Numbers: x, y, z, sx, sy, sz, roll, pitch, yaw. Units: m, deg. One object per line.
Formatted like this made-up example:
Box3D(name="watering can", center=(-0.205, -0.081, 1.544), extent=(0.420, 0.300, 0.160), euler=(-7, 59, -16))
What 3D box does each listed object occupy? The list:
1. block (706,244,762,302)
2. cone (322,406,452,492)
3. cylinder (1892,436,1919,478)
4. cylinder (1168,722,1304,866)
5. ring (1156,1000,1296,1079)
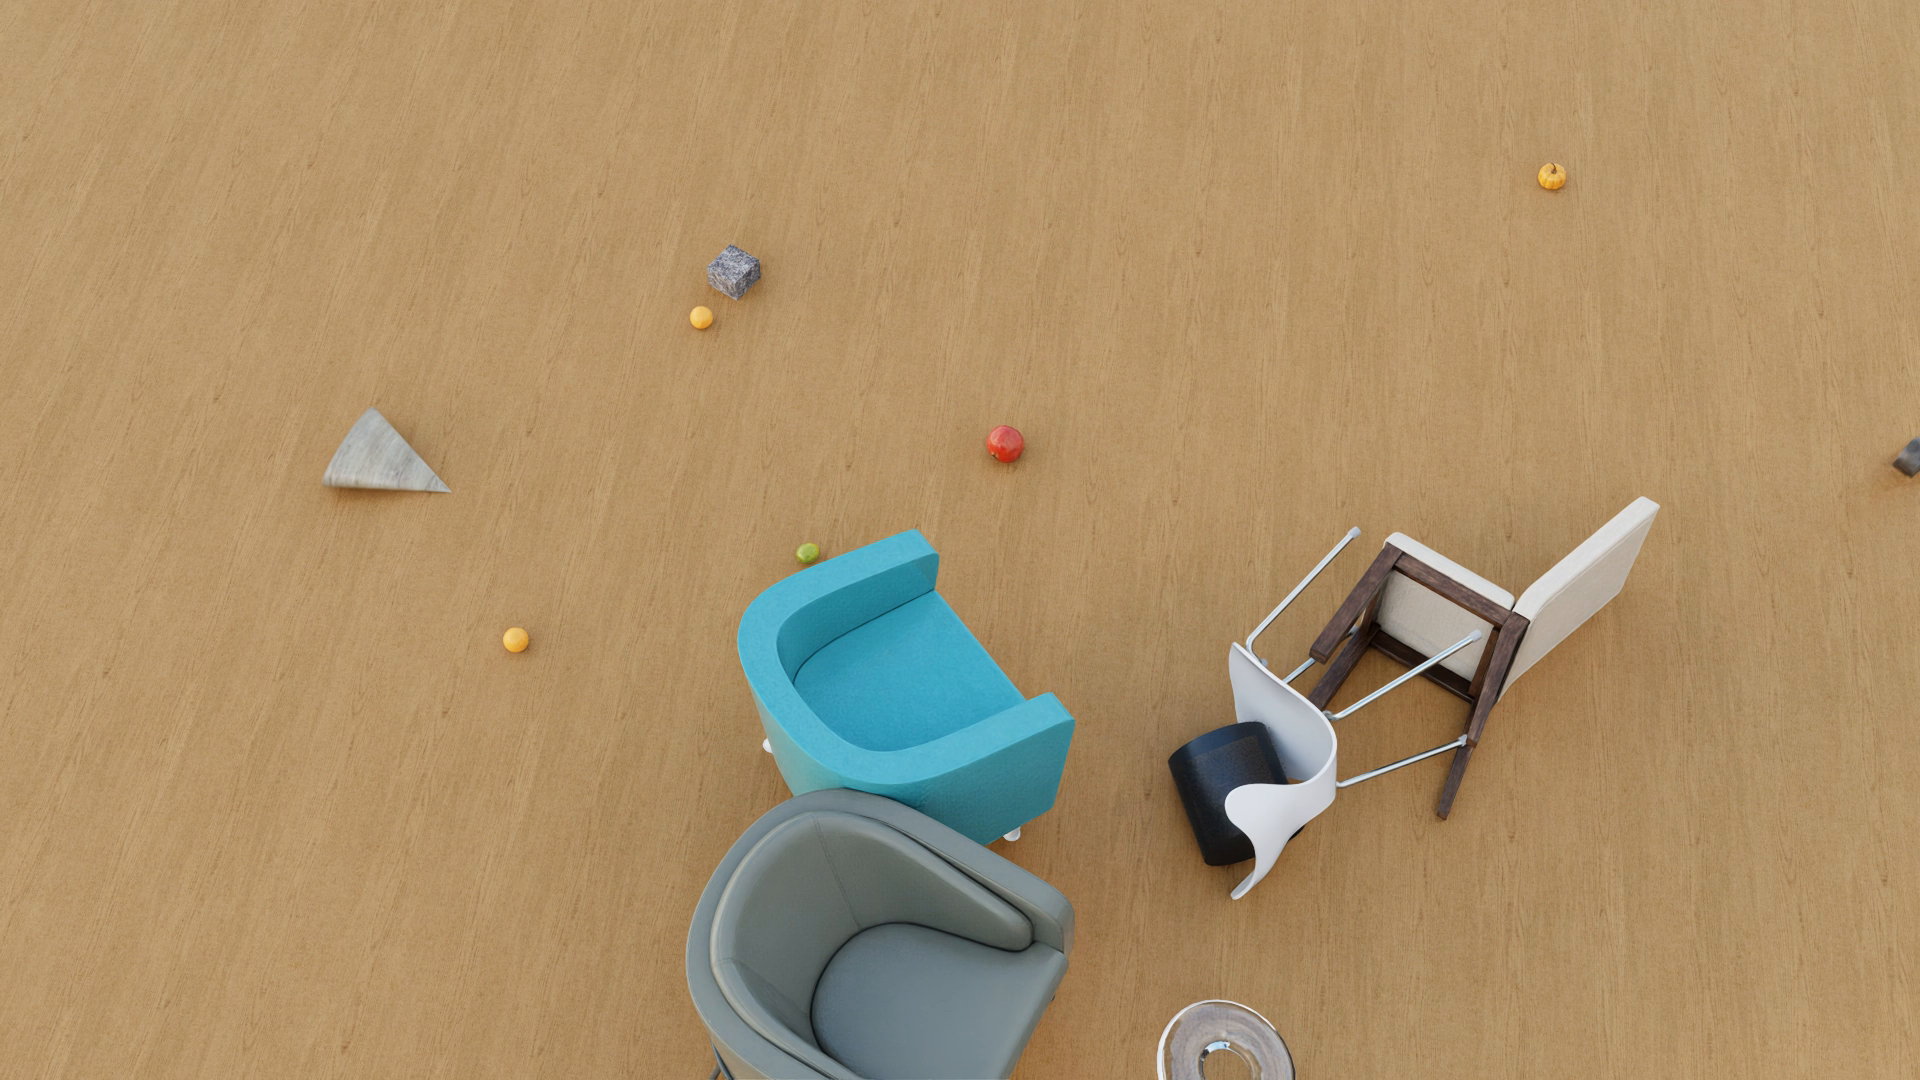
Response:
Box3D(name="block", center=(-0.730, -0.865, 7.103), extent=(0.118, 0.085, 0.124), euler=(31, 61, 19))
Box3D(name="cone", center=(-1.699, -0.215, 6.679), extent=(0.351, 0.131, 0.315), euler=(24, 58, 3))
Box3D(name="cylinder", center=(2.897, -0.251, 6.675), extent=(0.113, 0.111, 0.063), euler=(-39, 64, -16))
Box3D(name="cylinder", center=(0.750, 0.690, 5.987), extent=(0.289, 0.191, 0.308), euler=(-23, 57, 7))
Box3D(name="ring", center=(0.680, 1.357, 5.605), extent=(0.348, 0.099, 0.394), euler=(-20, 59, -14))
